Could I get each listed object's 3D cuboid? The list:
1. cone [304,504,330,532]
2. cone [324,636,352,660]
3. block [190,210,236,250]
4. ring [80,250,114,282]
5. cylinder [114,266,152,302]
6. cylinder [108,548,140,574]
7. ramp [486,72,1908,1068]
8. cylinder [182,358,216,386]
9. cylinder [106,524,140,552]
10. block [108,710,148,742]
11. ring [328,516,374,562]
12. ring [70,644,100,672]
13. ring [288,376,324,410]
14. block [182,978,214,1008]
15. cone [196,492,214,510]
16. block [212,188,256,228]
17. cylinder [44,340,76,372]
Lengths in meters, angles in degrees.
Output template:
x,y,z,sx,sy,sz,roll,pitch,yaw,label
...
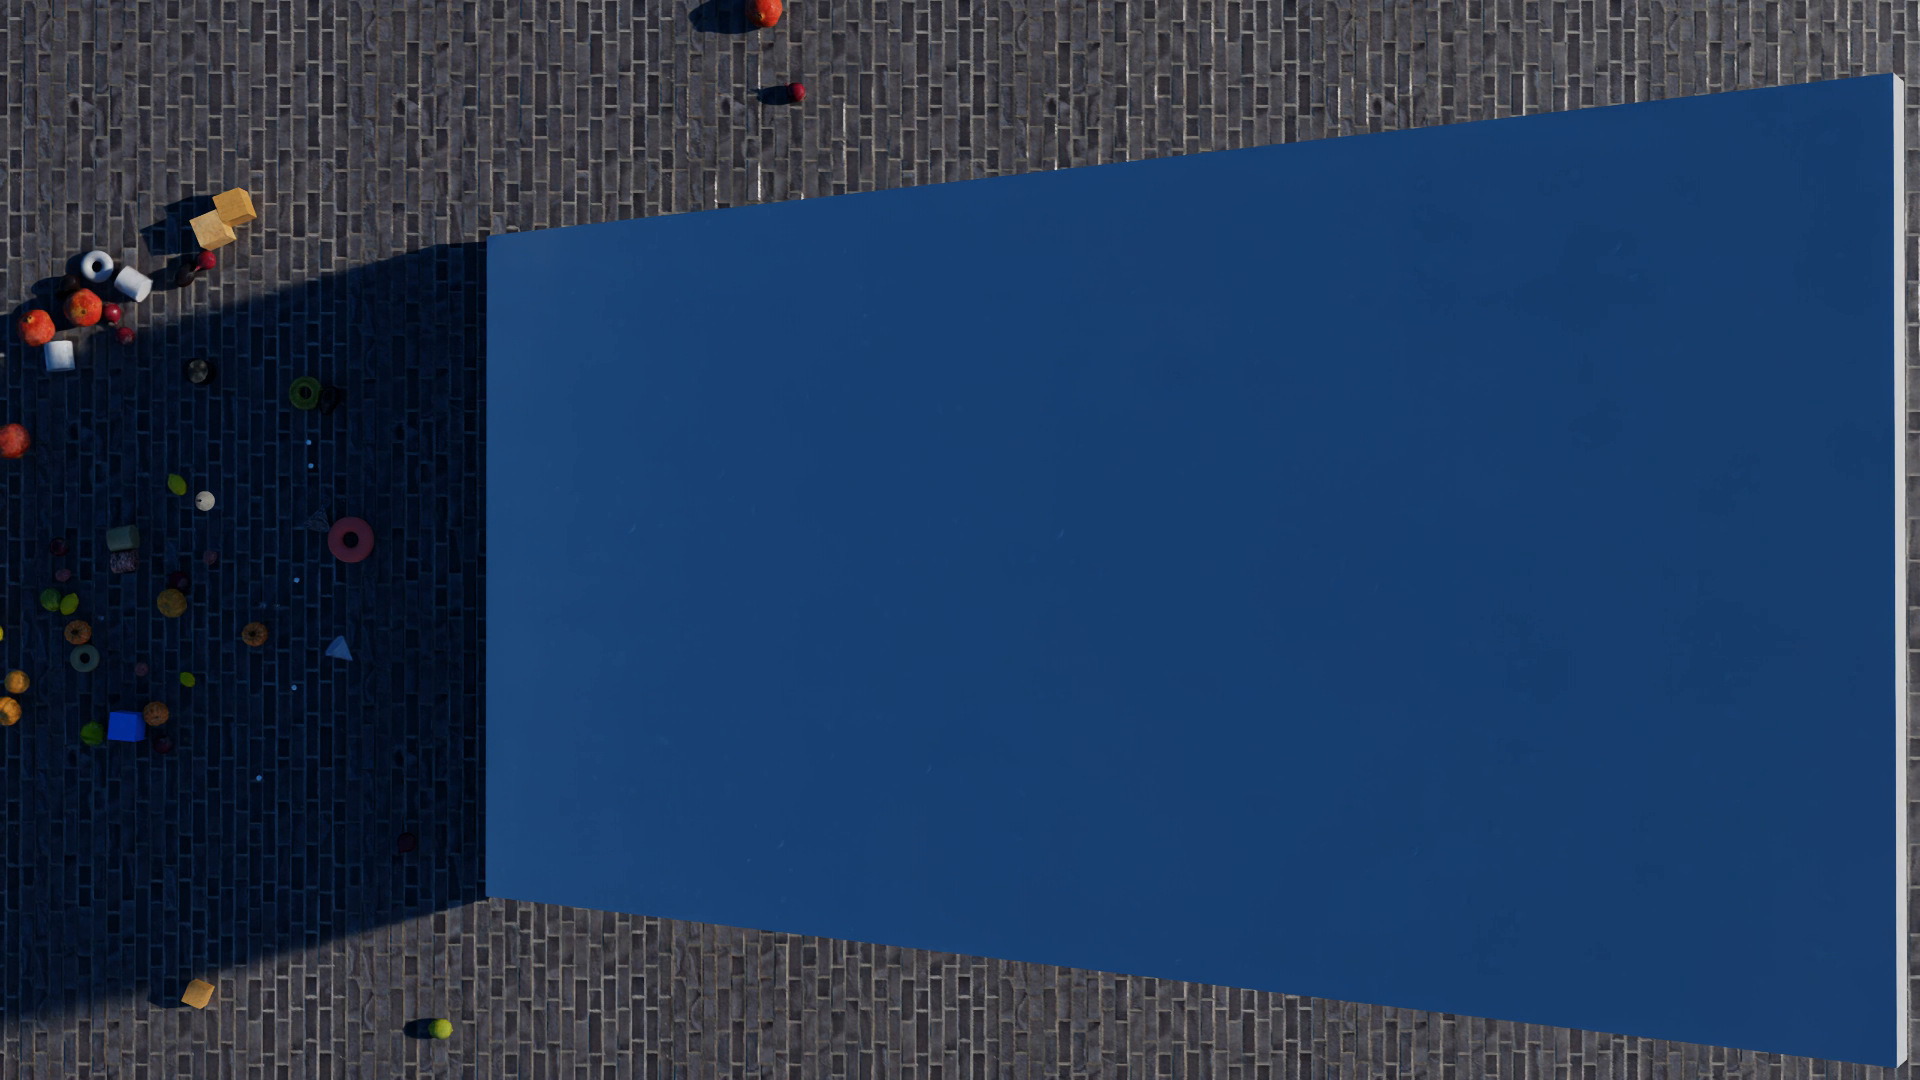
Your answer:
x,y,z,sx,sy,sz,roll,pitch,yaw,label
-1.955,-0.077,6.725,0.079,0.079,0.079,8,63,0,cone
-1.885,0.347,6.722,0.078,0.078,0.078,40,90,-33,cone
-2.278,-0.945,6.706,0.087,0.087,0.087,-23,90,0,block
-2.642,-0.837,6.733,0.100,0.033,0.100,0,91,0,ring
-2.521,-0.782,6.709,0.079,0.079,0.079,31,90,0,cylinder
-2.548,0.065,6.708,0.066,0.066,0.066,-14,90,9,cylinder
0.250,0.069,5.580,4.000,0.100,2.000,0,89,34,ramp
-2.320,-0.514,6.707,0.077,0.077,0.077,0,90,0,cylinder
-2.552,-0.005,6.705,0.074,0.074,0.074,-12,90,6,cylinder
-2.536,0.566,6.696,0.082,0.082,0.082,6,90,0,block
-1.861,-0.001,6.719,0.143,0.048,0.143,0,91,0,ring
-2.676,0.361,6.724,0.090,0.030,0.090,0,90,-1,ring
-2.001,-0.450,6.728,0.106,0.035,0.106,0,91,0,ring
-2.321,1.382,6.700,0.062,0.062,0.062,23,90,0,block
-2.315,-0.120,6.713,0.060,0.060,0.060,0,90,0,cone
-2.212,-1.014,6.708,0.085,0.085,0.085,-21,90,0,block
-2.746,-0.560,6.705,0.083,0.083,0.083,-7,90,0,cylinder
